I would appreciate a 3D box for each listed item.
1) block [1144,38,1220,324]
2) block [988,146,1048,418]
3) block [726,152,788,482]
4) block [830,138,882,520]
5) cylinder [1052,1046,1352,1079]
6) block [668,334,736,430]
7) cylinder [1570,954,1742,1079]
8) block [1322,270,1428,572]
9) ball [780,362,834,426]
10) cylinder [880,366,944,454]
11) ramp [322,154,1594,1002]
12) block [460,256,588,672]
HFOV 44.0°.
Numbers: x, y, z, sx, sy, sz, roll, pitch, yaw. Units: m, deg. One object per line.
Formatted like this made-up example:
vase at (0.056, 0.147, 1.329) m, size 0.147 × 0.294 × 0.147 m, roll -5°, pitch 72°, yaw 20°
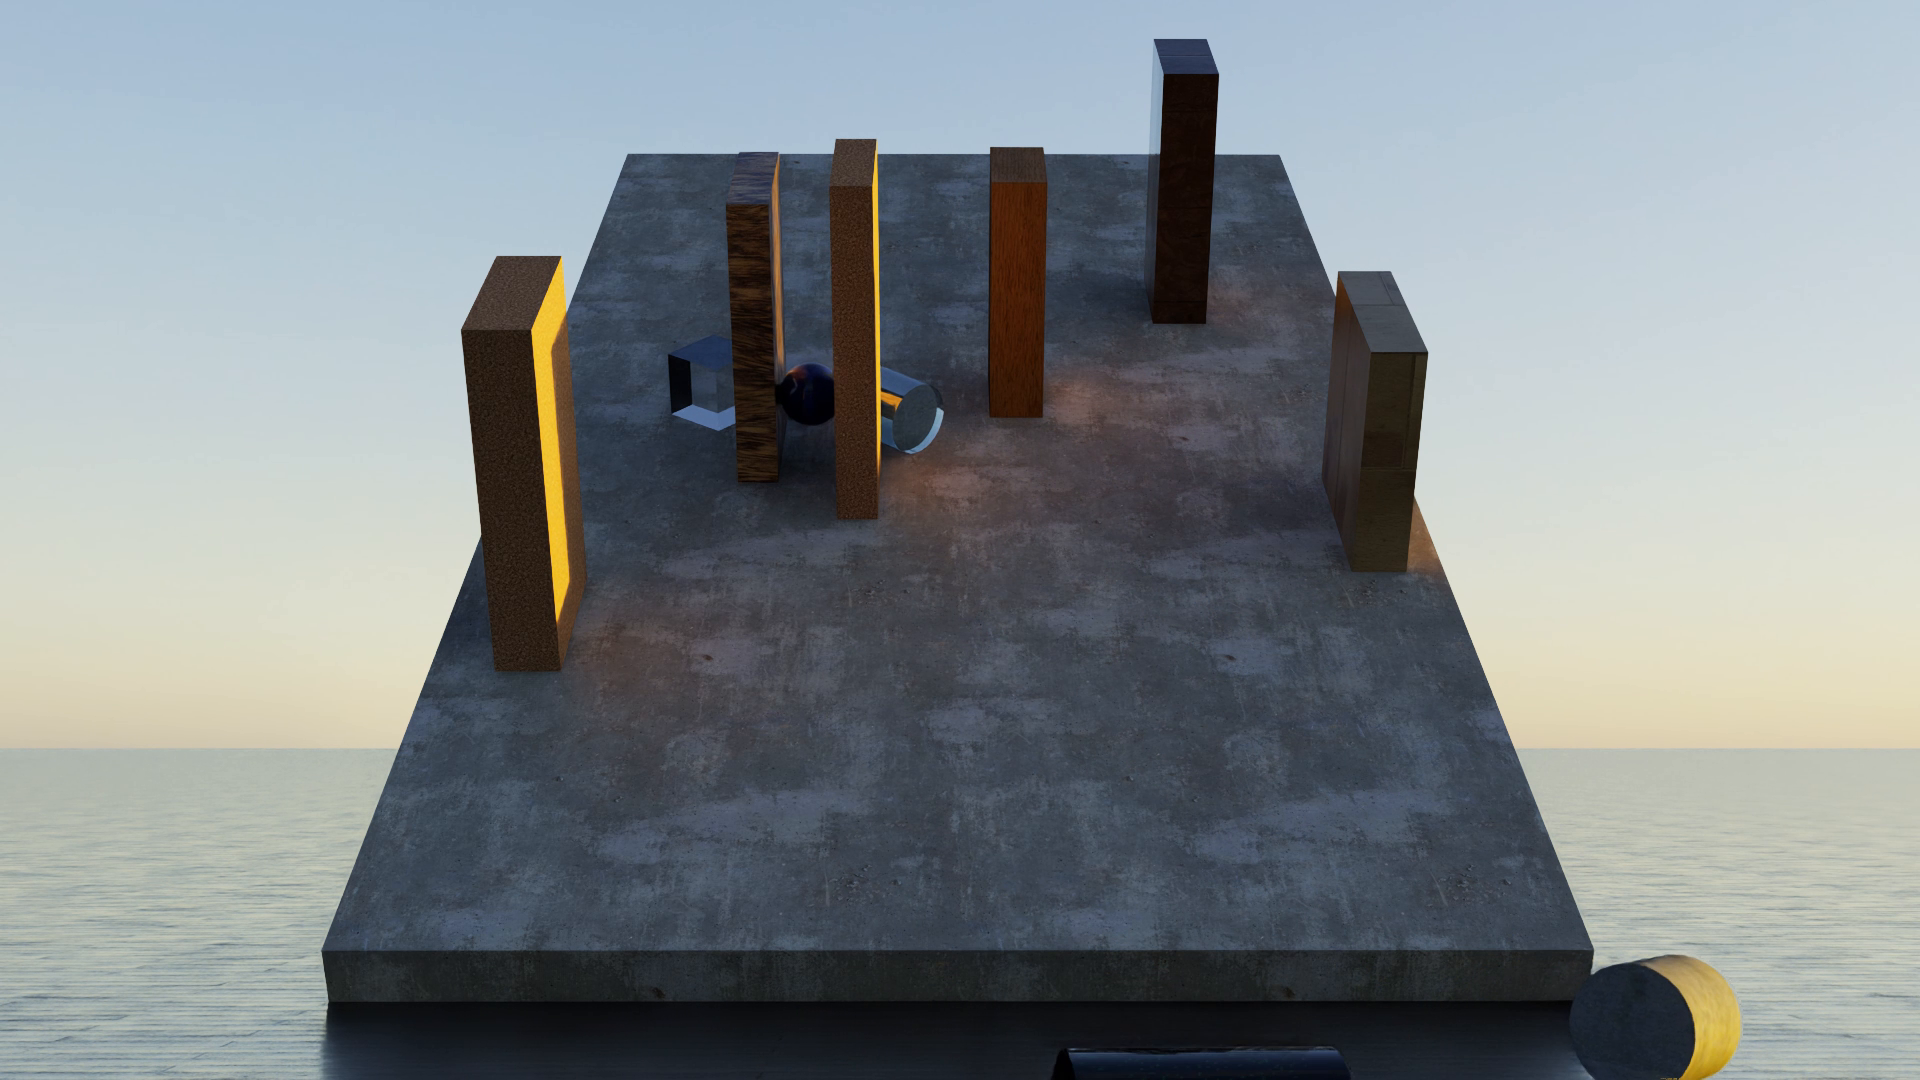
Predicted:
block at (0.560, -0.914, 6.051) m, size 0.135 × 0.651 × 0.315 m, roll 0°, pitch 27°, yaw 0°
block at (0.131, -0.598, 5.521) m, size 0.124 × 0.573 × 0.254 m, roll 0°, pitch 27°, yaw 0°
block at (-0.444, -0.492, 5.235) m, size 0.088 × 0.641 × 0.353 m, roll 0°, pitch 27°, yaw 0°
block at (-0.219, -0.445, 5.035) m, size 0.087 × 0.743 × 0.308 m, roll 0°, pitch 27°, yaw 0°
cylinder at (0.171, 0.459, 1.685) m, size 0.193 × 0.193 × 0.193 m, roll 0°, pitch -5°, yaw -5°
block at (-0.568, -0.367, 5.528) m, size 0.152 × 0.152 × 0.152 m, roll 20°, pitch 33°, yaw 33°
cylinder at (0.829, 0.577, 2.831) m, size 0.153 × 0.153 × 0.153 m, roll -4°, pitch -6°, yaw 37°
block at (0.858, -0.252, 4.947) m, size 0.112 × 0.486 × 0.445 m, roll 0°, pitch 27°, yaw 0°
ball at (-0.331, -0.326, 5.290) m, size 0.140 × 0.140 × 0.140 m, roll 0°, pitch -5°, yaw 0°
cylinder at (-0.152, -0.298, 5.384) m, size 0.163 × 0.163 × 0.163 m, roll 24°, pitch 12°, yaw 39°
ramp at (-0.011, -0.226, 5.531) m, size 2.000 × 0.100 × 4.000 m, roll 0°, pitch 27°, yaw 0°
block at (-0.818, -0.146, 4.501) m, size 0.124 × 0.695 × 0.372 m, roll 0°, pitch 27°, yaw 0°
